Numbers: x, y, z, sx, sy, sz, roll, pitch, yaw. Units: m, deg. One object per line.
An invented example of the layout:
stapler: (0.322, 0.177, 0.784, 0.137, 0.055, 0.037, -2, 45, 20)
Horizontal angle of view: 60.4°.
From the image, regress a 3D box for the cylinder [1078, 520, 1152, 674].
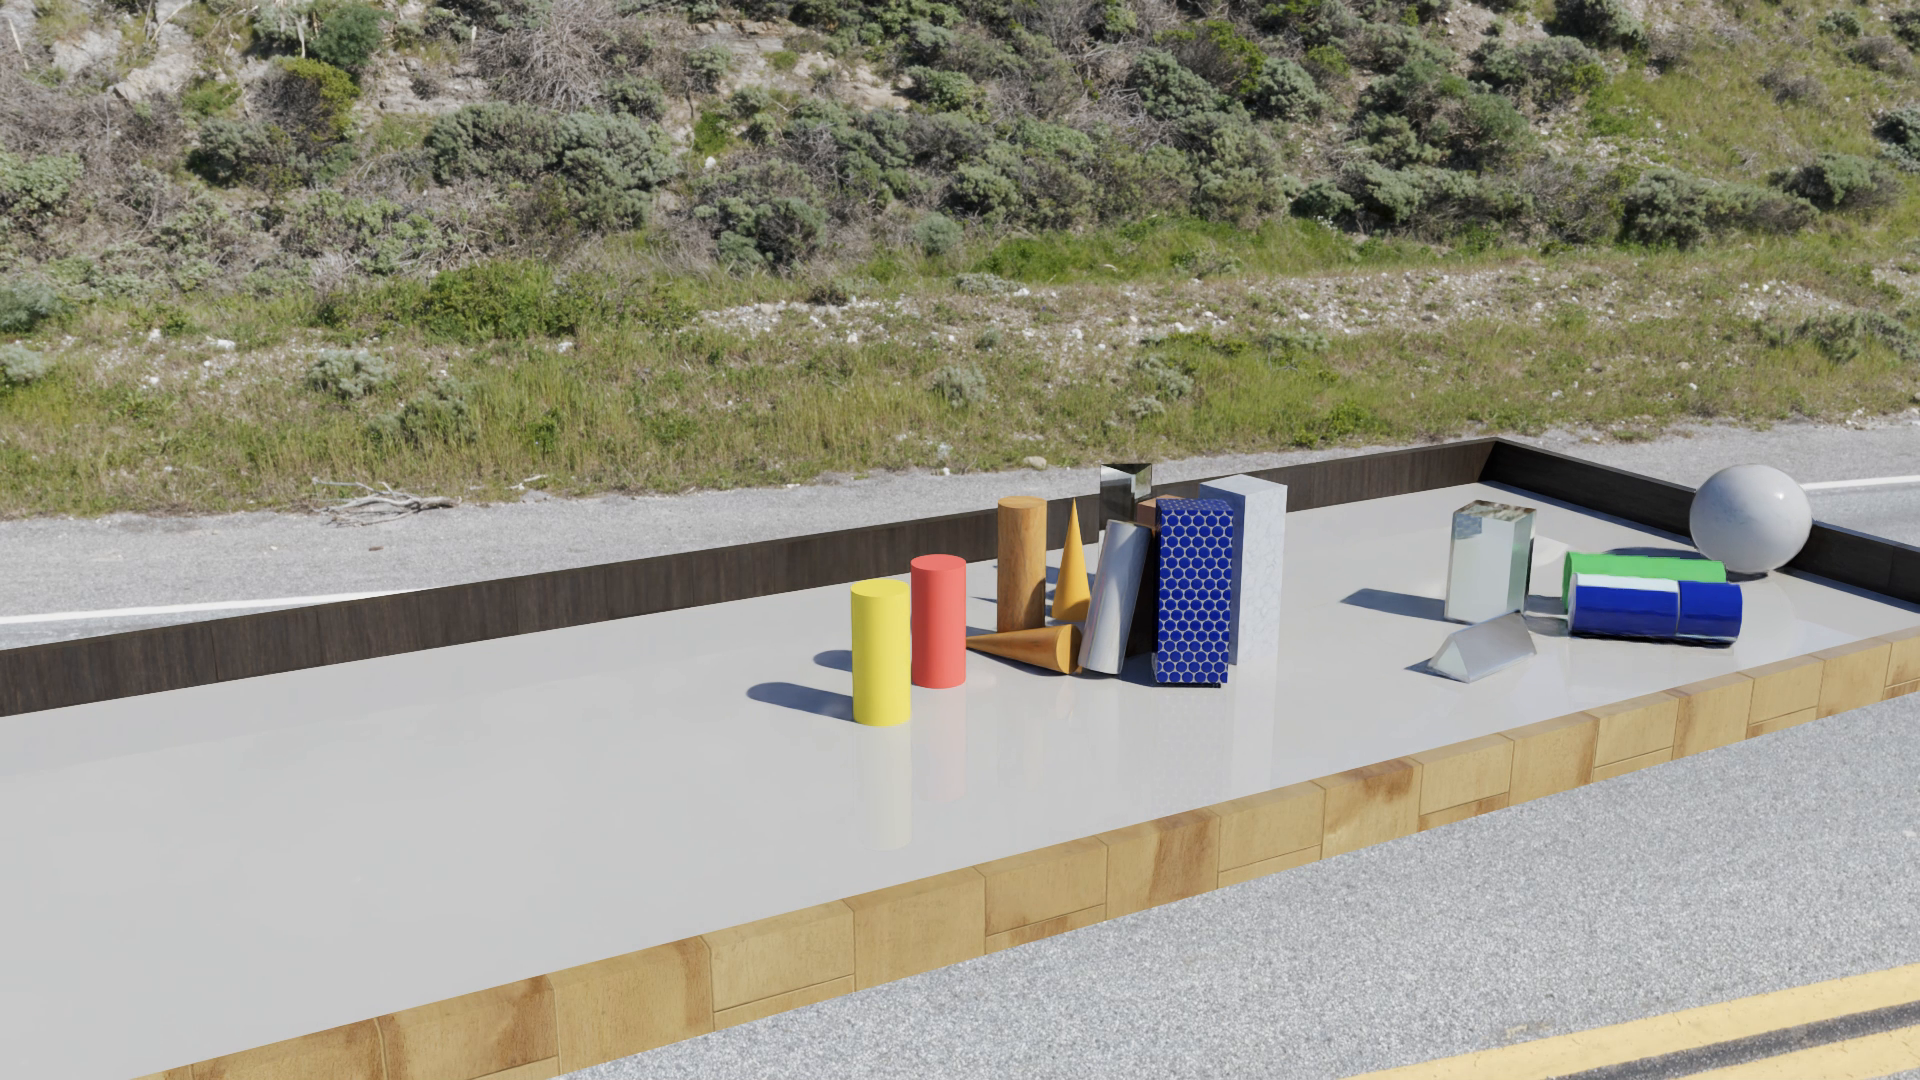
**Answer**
cylinder: (0.391, 0.143, 4.176, 0.114, 0.374, 0.114, 12, 5, -1)

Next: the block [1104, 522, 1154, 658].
block: (0.443, 0.128, 4.322, 0.105, 0.331, 0.105, 15, 18, 42)

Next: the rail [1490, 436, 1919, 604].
rail: (2.466, -0.048, 5.253, 0.050, 0.150, 2.100, -9, 18, -27)

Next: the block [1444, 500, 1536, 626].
block: (1.471, 0.068, 4.576, 0.171, 0.309, 0.171, 12, 20, 36)

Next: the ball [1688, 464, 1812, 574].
ball: (2.384, -0.064, 4.978, 0.336, 0.336, 0.336, 0, 16, 0)

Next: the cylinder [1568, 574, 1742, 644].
cylinder: (1.867, 0.184, 4.446, 0.413, 0.160, 0.160, 4, 17, 13)

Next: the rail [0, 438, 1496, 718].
rail: (-3.305, 0.497, 3.399, 12.000, 0.150, 0.050, -9, 18, -27)

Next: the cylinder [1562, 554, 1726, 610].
cylinder: (1.914, 0.130, 4.628, 0.400, 0.162, 0.162, 4, 17, 12)

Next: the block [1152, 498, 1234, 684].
block: (0.580, 0.125, 4.135, 0.173, 0.433, 0.173, 1, 11, 2)

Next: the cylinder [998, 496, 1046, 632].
cylinder: (0.162, 0.090, 4.346, 0.128, 0.395, 0.128, 0, 16, 0)

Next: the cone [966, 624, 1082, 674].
cone: (0.114, 0.273, 4.314, 0.414, 0.126, 0.126, 1, 14, 37)

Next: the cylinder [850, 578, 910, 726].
cylinder: (-0.186, 0.265, 3.886, 0.138, 0.321, 0.138, 0, 16, 0)

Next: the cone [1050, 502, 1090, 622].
cone: (0.315, 0.045, 4.593, 0.119, 0.342, 0.119, 0, 16, 0)

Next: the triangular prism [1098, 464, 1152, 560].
triangular prism: (0.506, -0.039, 4.838, 0.130, 0.365, 0.150, -11, 20, -32)

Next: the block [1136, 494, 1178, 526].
block: (0.586, 0.051, 4.612, 0.134, 0.320, 0.134, 15, 22, 41)

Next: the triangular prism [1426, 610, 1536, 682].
triangular prism: (1.351, 0.262, 4.253, 0.306, 0.112, 0.129, -13, 21, -38)

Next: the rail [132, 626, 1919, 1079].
rail: (-2.336, 1.006, 1.665, 12.000, 0.150, 0.050, -9, 18, -27)

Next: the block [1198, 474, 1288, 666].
block: (0.726, 0.075, 4.293, 0.158, 0.454, 0.158, -13, 21, -37)

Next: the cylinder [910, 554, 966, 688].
cylinder: (-0.053, 0.203, 4.118, 0.137, 0.308, 0.137, 0, 16, 0)
